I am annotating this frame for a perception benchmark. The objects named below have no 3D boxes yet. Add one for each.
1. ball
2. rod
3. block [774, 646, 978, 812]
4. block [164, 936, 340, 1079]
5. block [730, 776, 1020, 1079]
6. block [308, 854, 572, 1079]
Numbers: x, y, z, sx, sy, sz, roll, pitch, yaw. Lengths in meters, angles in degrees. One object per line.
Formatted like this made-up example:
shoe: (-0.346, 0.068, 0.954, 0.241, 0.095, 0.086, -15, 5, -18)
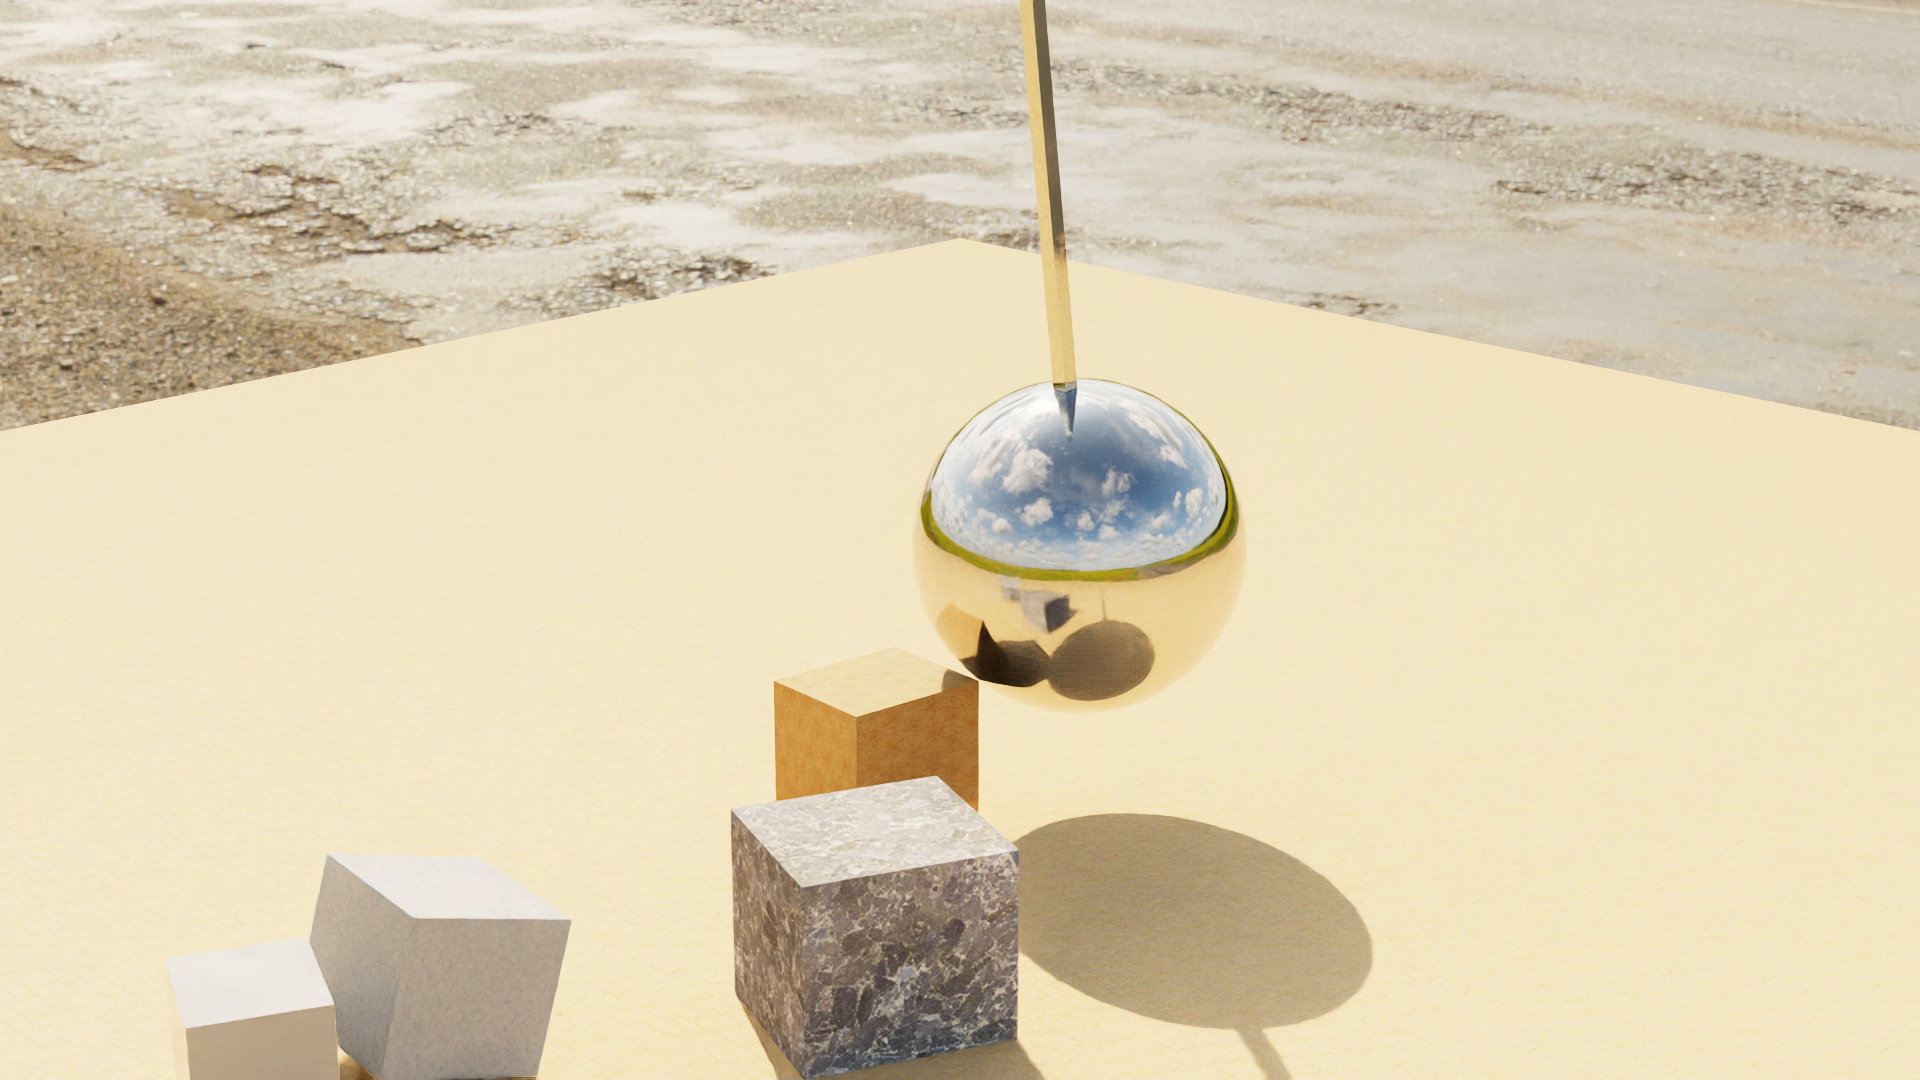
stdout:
ball: (0.565, 0.027, 13.943, 1.600, 1.600, 1.600, 0, 17, 0)
rod: (0.245, -3.092, 12.627, 0.080, 5.200, 0.080, 17, 32, 42)
block: (-0.396, 1.003, 13.975, 0.739, 0.707, 0.631, -14, 22, -38)
block: (-2.659, 1.954, 11.049, 0.535, 0.646, 0.624, -7, 19, -20)
block: (-0.355, 1.565, 11.979, 0.919, 0.832, 0.853, -7, 19, -22)
block: (-2.089, 1.682, 11.605, 0.701, 0.655, 0.745, 7, 10, -40)
